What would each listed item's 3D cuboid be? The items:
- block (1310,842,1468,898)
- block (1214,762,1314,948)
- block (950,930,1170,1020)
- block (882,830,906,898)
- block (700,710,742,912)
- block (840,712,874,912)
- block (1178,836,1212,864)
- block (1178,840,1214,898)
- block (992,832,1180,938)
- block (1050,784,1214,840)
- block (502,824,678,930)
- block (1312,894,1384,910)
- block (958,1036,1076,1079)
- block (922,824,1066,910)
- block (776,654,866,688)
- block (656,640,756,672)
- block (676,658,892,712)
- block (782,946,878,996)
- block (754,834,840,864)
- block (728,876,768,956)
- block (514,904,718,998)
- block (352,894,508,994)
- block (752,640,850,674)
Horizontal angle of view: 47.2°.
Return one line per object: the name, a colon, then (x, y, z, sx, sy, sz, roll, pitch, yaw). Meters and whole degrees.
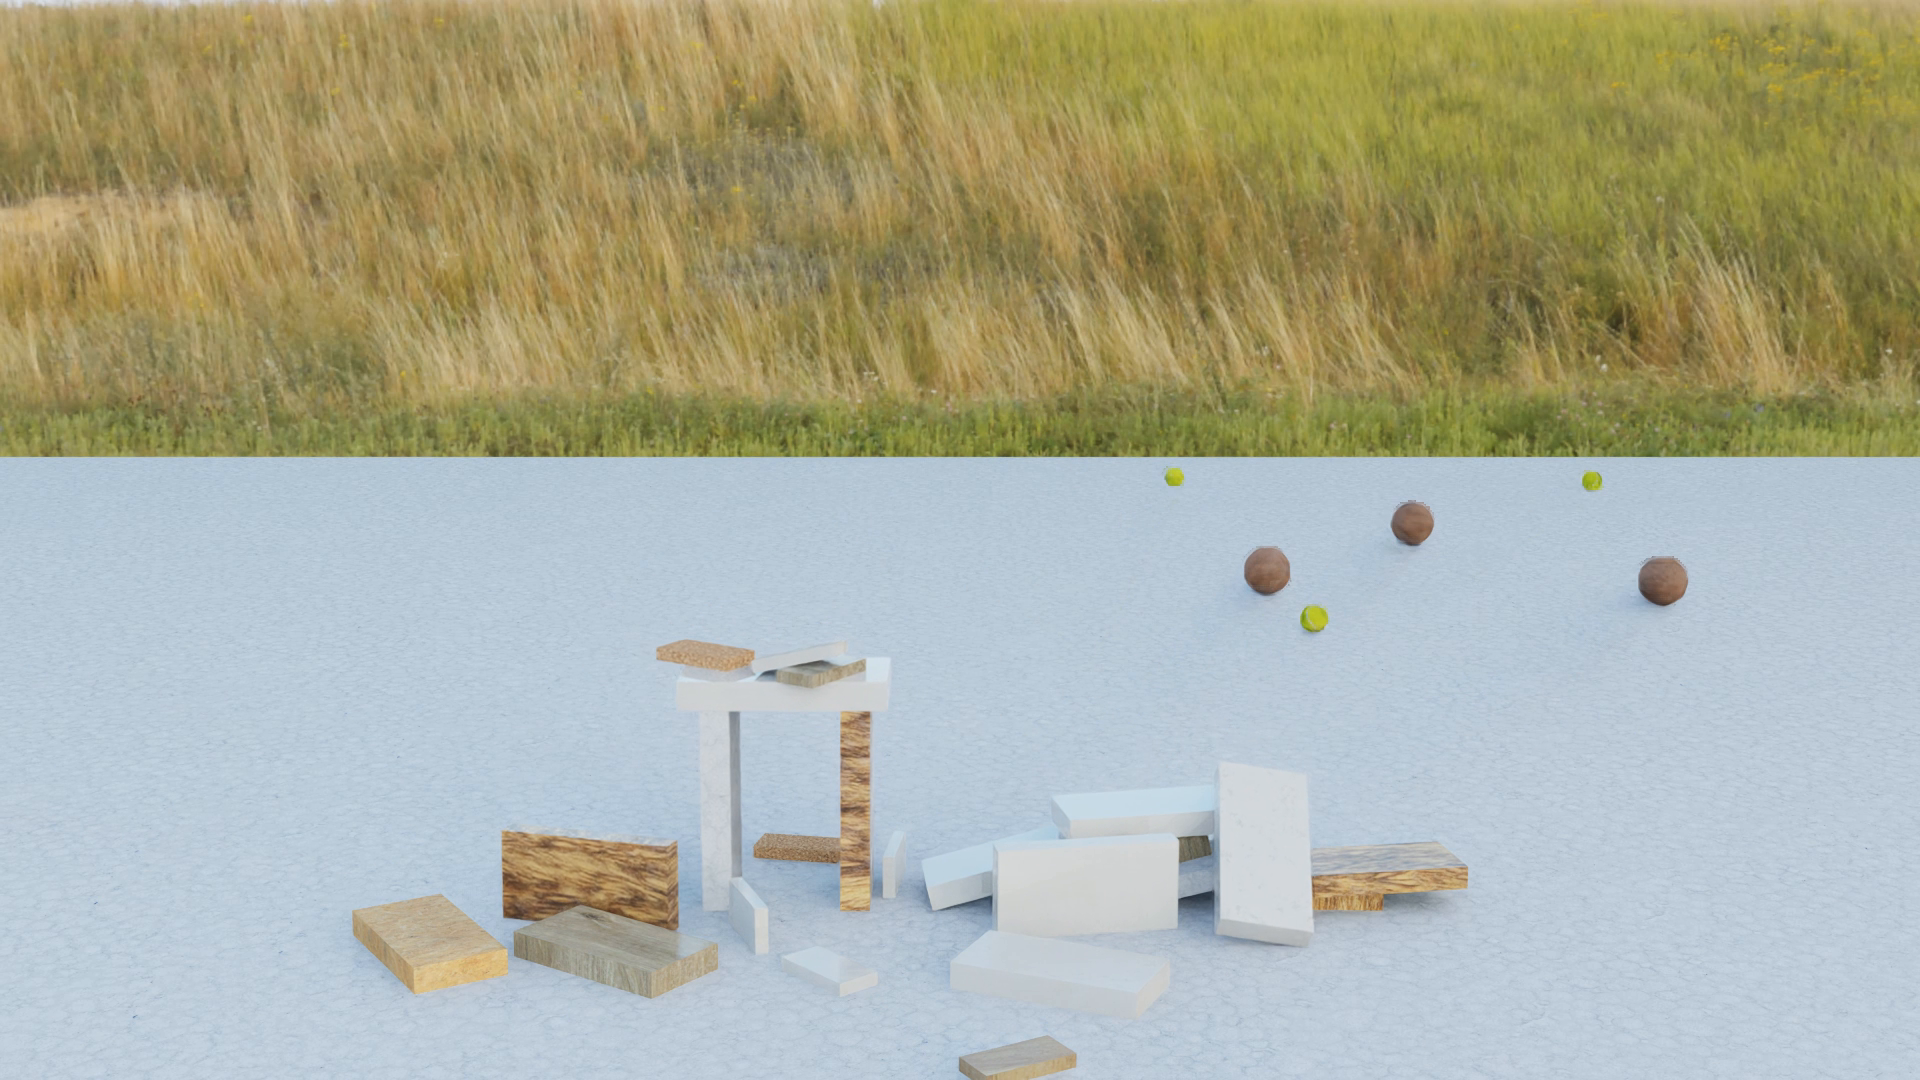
block: (0.684, 0.542, 3.620, 0.266, 0.038, 0.133, -2, 11, -10)
block: (0.484, 0.500, 3.524, 0.146, 0.041, 0.319, 9, 44, -2)
block: (0.149, 0.644, 3.266, 0.292, 0.041, 0.146, 5, 12, 24)
block: (-0.110, 0.546, 3.711, 0.020, 0.071, 0.142, 1, 11, 6)
block: (-0.395, 0.424, 3.638, 0.048, 0.337, 0.168, 0, 11, 0)
block: (-0.169, 0.424, 3.638, 0.048, 0.337, 0.168, 1, 11, 0)
block: (0.267, 0.524, 3.699, 0.290, 0.041, 0.145, -14, 10, -1)
block: (0.395, 0.543, 3.644, 0.266, 0.038, 0.133, -14, 10, 2)
block: (0.199, 0.549, 3.487, 0.293, 0.146, 0.041, -2, 11, -11)
block: (0.309, 0.456, 3.660, 0.290, 0.041, 0.145, -3, 10, -10)
block: (-0.593, 0.543, 3.523, 0.290, 0.145, 0.041, 3, 9, 16)
block: (0.560, 0.573, 3.657, 0.266, 0.038, 0.133, 1, 11, 3)
block: (0.078, 0.708, 2.980, 0.143, 0.020, 0.072, -6, 12, -30)
block: (0.085, 0.536, 3.653, 0.290, 0.041, 0.145, -15, 10, -2)
block: (-0.223, 0.210, 3.551, 0.072, 0.020, 0.143, 7, 13, 33)
block: (-0.422, 0.191, 3.652, 0.150, 0.021, 0.075, 7, 13, 33)
block: (-0.284, 0.235, 3.603, 0.337, 0.048, 0.168, 0, 11, 1)
block: (-0.197, 0.647, 3.306, 0.072, 0.020, 0.143, -9, 14, -41)
block: (-0.281, 0.542, 3.869, 0.150, 0.021, 0.075, 2, 11, 11)
block: (-0.333, 0.591, 3.460, 0.021, 0.075, 0.151, -4, 11, -21)
block: (-0.527, 0.626, 3.361, 0.290, 0.041, 0.145, 7, 13, 35)
block: (-0.821, 0.620, 3.394, 0.145, 0.041, 0.290, -7, 12, -32)
block: (-0.259, 0.188, 3.562, 0.142, 0.020, 0.071, -12, 2, 17)
